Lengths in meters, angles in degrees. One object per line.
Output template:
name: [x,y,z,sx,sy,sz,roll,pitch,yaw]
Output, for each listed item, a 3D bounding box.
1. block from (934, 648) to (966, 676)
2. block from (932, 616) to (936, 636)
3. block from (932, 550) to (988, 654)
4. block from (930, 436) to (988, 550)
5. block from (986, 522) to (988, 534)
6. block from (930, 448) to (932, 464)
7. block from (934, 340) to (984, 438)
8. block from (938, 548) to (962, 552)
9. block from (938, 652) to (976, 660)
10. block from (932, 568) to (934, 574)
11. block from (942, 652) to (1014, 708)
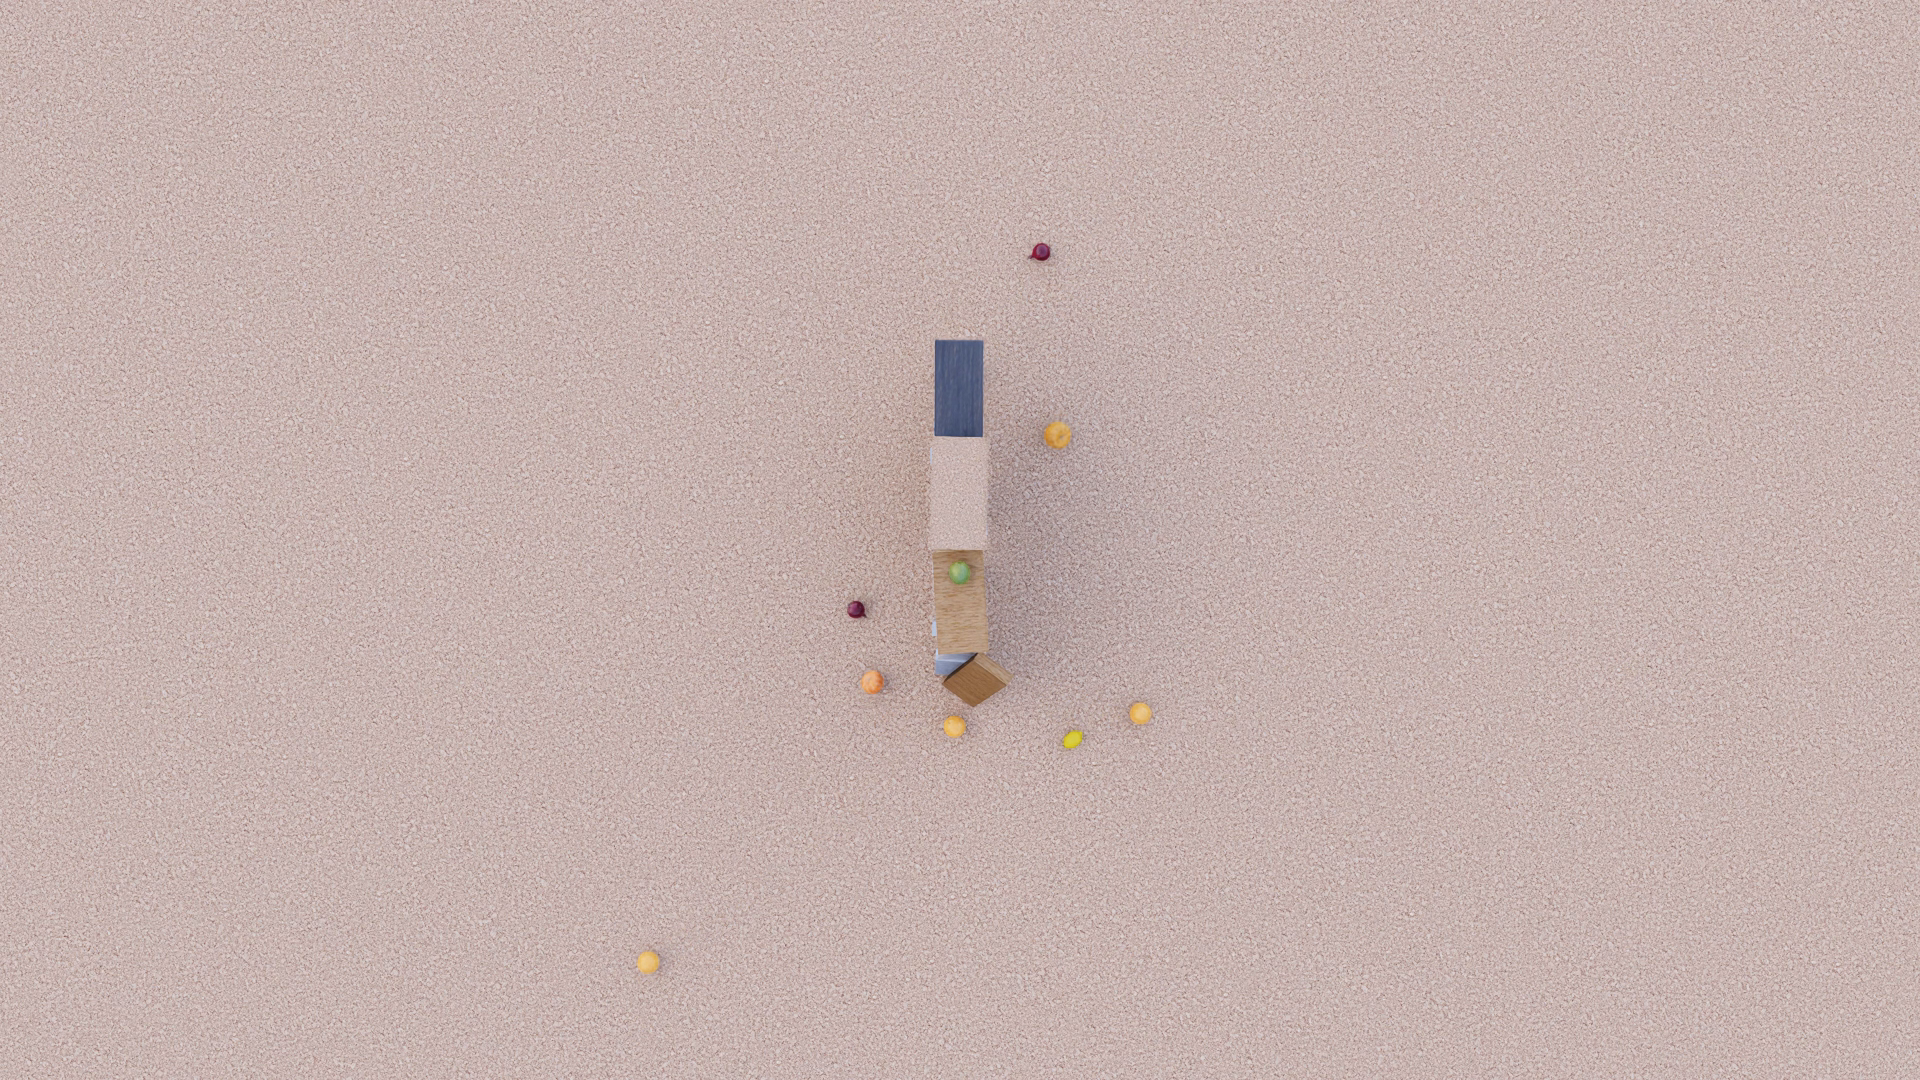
block: [-0.015,0.402,5.370,0.130,0.260,0.037,5,75,0]
block: [-0.008,0.267,5.071,0.149,0.385,0.042,3,90,0]
block: [0.001,0.182,4.857,0.149,0.042,0.299,-3,90,0]
block: [-0.002,-0.136,4.828,0.164,0.046,0.328,1,90,0]
block: [-0.002,-0.030,5.015,0.164,0.328,0.046,2,90,0]
block: [-0.004,-0.247,5.040,0.164,0.379,0.046,0,90,0]
block: [-0.003,-0.449,4.919,0.145,0.041,0.290,0,90,0]
block: [-0.002,0.015,5.198,0.141,0.040,0.282,0,90,0]
block: [-0.003,0.337,5.117,0.130,0.260,0.037,1,78,-1]
block: [-0.007,0.079,5.029,0.149,0.299,0.042,1,89,0]
block: [0.052,0.447,5.257,0.130,0.495,0.037,37,72,-2]
